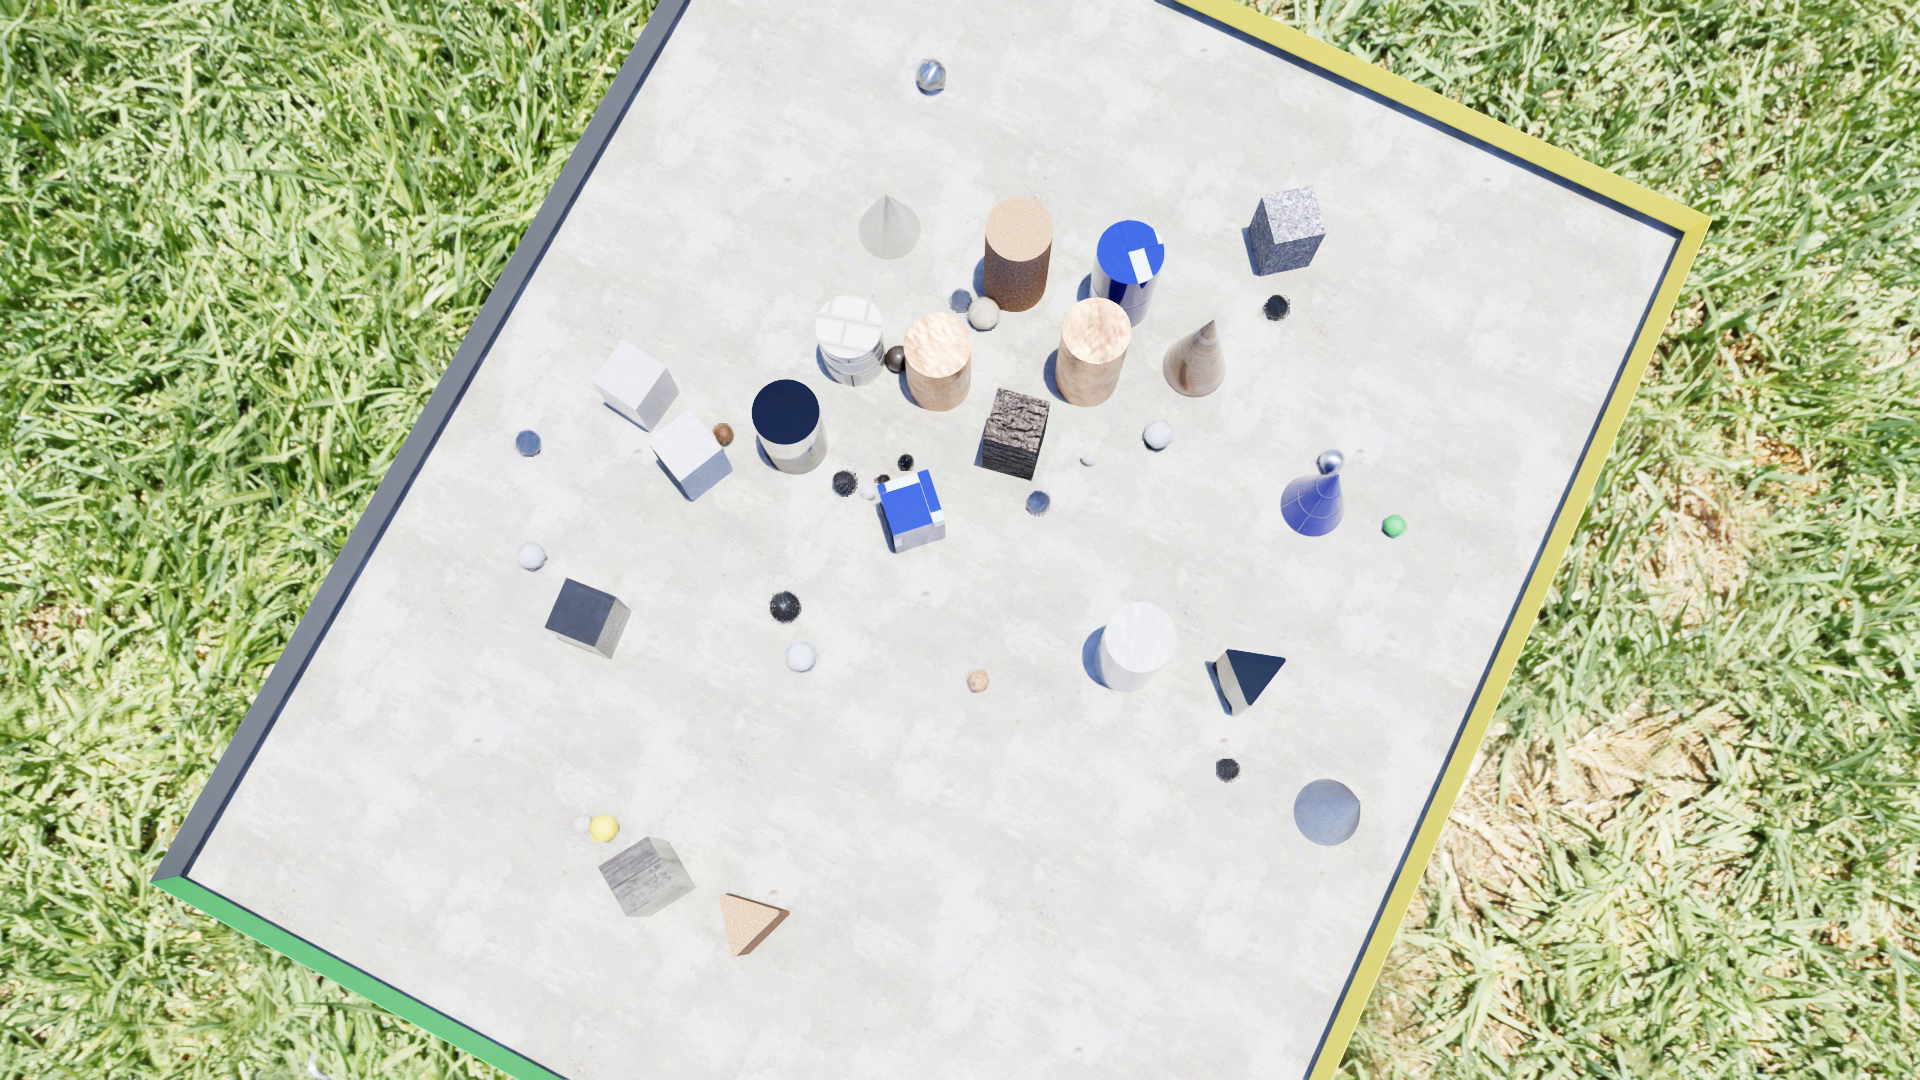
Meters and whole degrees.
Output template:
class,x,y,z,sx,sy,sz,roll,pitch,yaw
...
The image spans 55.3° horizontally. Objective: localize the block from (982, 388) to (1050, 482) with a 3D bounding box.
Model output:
class,x,y,z,sx,sy,sz,roll,pitch,yaw
block,0.166,-0.313,5.500,0.159,0.356,0.159,15,79,3

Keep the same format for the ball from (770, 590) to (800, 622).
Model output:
class,x,y,z,sx,sy,sz,roll,pitch,yaw
ball,-0.527,0.201,5.527,0.095,0.095,0.095,0,78,0

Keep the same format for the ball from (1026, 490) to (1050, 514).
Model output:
class,x,y,z,sx,sy,sz,roll,pitch,yaw
ball,0.240,-0.116,5.603,0.074,0.074,0.074,0,78,0

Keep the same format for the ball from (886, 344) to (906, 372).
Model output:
class,x,y,z,sx,sy,sz,roll,pitch,yaw
ball,-0.191,-0.565,5.692,0.082,0.082,0.082,0,78,0

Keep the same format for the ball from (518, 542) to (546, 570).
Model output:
class,x,y,z,sx,sy,sz,roll,pitch,yaw
ball,-1.302,0.049,5.564,0.083,0.083,0.083,0,78,0

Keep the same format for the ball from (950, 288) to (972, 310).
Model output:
class,x,y,z,sx,sy,sz,roll,pitch,yaw
ball,0.003,-0.753,5.738,0.068,0.068,0.068,0,78,0

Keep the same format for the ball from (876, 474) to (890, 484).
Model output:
class,x,y,z,sx,sy,sz,roll,pitch,yaw
ball,-0.236,-0.182,5.633,0.041,0.041,0.041,0,78,0

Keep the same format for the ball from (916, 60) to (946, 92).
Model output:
class,x,y,z,sx,sy,sz,roll,pitch,yaw
ball,-0.091,-1.488,5.874,0.098,0.098,0.098,0,78,0

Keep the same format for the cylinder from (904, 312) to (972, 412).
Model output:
class,x,y,z,sx,sy,sz,roll,pitch,yaw
cylinder,-0.066,-0.533,5.538,0.199,0.370,0.199,0,78,0

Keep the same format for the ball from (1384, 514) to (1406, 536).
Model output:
class,x,y,z,sx,sy,sz,roll,pitch,yaw
ball,1.327,-0.044,5.592,0.066,0.066,0.066,0,78,0

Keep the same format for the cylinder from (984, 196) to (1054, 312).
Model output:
class,x,y,z,sx,sy,sz,roll,pitch,yaw
cylinder,0.173,-0.859,5.561,0.199,0.458,0.199,0,78,0

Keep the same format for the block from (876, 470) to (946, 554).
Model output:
class,x,y,z,sx,sy,sz,roll,pitch,yaw
block,-0.144,-0.083,5.495,0.159,0.273,0.159,-18,79,-4

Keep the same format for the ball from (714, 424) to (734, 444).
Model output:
class,x,y,z,sx,sy,sz,roll,pitch,yaw
ball,-0.728,-0.326,5.653,0.061,0.061,0.061,0,78,0

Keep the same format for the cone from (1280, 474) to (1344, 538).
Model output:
class,x,y,z,sx,sy,sz,roll,pitch,yaw
cone,1.084,-0.147,5.439,0.199,0.407,0.199,0,78,0

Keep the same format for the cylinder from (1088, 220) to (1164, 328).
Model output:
class,x,y,z,sx,sy,sz,roll,pitch,yaw
cylinder,0.499,-0.798,5.563,0.199,0.429,0.199,0,78,0

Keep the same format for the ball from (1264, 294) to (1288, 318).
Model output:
class,x,y,z,sx,sy,sz,roll,pitch,yaw
ball,0.990,-0.729,5.730,0.074,0.074,0.074,0,78,0

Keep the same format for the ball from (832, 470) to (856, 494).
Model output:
class,x,y,z,sx,sy,sz,roll,pitch,yaw
ball,-0.357,-0.176,5.615,0.074,0.074,0.074,0,78,0

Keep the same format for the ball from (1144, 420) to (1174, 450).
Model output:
class,x,y,z,sx,sy,sz,roll,pitch,yaw
ball,0.611,-0.324,5.638,0.089,0.089,0.089,0,78,0

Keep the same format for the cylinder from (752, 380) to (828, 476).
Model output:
class,x,y,z,sx,sy,sz,roll,pitch,yaw
cylinder,-0.506,-0.335,5.499,0.199,0.367,0.199,0,78,0

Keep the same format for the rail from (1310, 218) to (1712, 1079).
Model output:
class,x,y,z,sx,sy,sz,roll,pitch,yaw
rail,1.444,0.714,5.402,0.045,0.129,3.908,26,80,5

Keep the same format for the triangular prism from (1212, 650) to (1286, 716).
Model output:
class,x,y,z,sx,sy,sz,roll,pitch,yaw
triangular prism,0.820,0.390,5.383,0.149,0.298,0.172,38,81,7

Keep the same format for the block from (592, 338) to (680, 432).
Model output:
class,x,y,z,sx,sy,sz,roll,pitch,yaw
block,-0.983,-0.466,5.576,0.159,0.268,0.159,33,80,6

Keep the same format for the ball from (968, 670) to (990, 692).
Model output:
class,x,y,z,sx,sy,sz,roll,pitch,yaw
ball,0.055,0.423,5.496,0.065,0.065,0.065,0,78,0

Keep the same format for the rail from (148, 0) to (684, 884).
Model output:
class,x,y,z,sx,sy,sz,roll,pitch,yaw
rail,-1.444,-0.700,5.695,0.045,0.129,3.908,26,80,5

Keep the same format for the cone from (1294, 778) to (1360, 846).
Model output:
class,x,y,z,sx,sy,sz,roll,pitch,yaw
cone,1.091,0.762,5.218,0.199,0.472,0.199,0,78,0

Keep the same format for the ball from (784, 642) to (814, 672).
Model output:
class,x,y,z,sx,sy,sz,roll,pitch,yaw
ball,-0.480,0.350,5.498,0.090,0.090,0.090,0,78,0

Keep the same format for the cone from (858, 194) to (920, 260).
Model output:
class,x,y,z,sx,sy,sz,roll,pitch,yaw
cone,-0.224,-1.014,5.673,0.199,0.300,0.199,0,78,0

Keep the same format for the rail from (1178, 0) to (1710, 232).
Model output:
class,x,y,z,sx,sy,sz,roll,pitch,yaw
rail,0.863,-1.684,5.898,3.276,0.129,0.045,26,80,5

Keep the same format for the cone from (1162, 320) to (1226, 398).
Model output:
class,x,y,z,sx,sy,sz,roll,pitch,yaw
cone,0.732,-0.588,5.498,0.199,0.471,0.199,0,78,0

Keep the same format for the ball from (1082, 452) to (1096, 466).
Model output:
class,x,y,z,sx,sy,sz,roll,pitch,yaw
ball,0.396,-0.251,5.646,0.044,0.044,0.044,0,78,0

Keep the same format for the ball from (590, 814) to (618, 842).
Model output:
class,x,y,z,sx,sy,sz,roll,pitch,yaw
ball,-1.049,0.847,5.398,0.081,0.081,0.081,0,78,0

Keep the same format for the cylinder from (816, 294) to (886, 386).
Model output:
class,x,y,z,sx,sy,sz,roll,pitch,yaw
cylinder,-0.330,-0.605,5.589,0.199,0.298,0.199,0,78,0

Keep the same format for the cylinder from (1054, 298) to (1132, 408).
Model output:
class,x,y,z,sx,sy,sz,roll,pitch,yaw
cylinder,0.394,-0.556,5.497,0.199,0.460,0.199,0,78,0

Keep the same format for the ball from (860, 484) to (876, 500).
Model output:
class,x,y,z,sx,sy,sz,roll,pitch,yaw
ball,-0.281,-0.149,5.621,0.051,0.051,0.051,0,78,0

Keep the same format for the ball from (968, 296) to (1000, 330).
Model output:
class,x,y,z,sx,sy,sz,roll,pitch,yaw
ball,0.075,-0.708,5.712,0.099,0.099,0.099,0,78,0

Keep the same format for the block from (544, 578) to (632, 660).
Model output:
class,x,y,z,sx,sy,sz,roll,pitch,yaw
block,-1.100,0.235,5.436,0.159,0.258,0.159,21,79,4

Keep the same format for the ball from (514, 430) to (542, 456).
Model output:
class,x,y,z,sx,sy,sz,roll,pitch,yaw
ball,-1.329,-0.301,5.638,0.079,0.079,0.079,0,78,0

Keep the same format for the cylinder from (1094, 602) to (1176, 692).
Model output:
class,x,y,z,sx,sy,sz,roll,pitch,yaw
cylinder,0.502,0.316,5.314,0.199,0.464,0.199,0,78,0

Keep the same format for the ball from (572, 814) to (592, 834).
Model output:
class,x,y,z,sx,sy,sz,roll,pitch,yaw
ball,-1.117,0.838,5.413,0.059,0.059,0.059,0,78,0

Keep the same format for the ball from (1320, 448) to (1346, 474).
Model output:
class,x,y,z,sx,sy,sz,roll,pitch,yaw
ball,1.144,-0.243,5.627,0.078,0.078,0.078,0,78,0

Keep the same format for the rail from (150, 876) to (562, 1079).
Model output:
class,x,y,z,sx,sy,sz,roll,pitch,yaw
rail,-0.863,1.698,5.198,3.276,0.129,0.045,26,80,5

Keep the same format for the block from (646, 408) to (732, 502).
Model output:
class,x,y,z,sx,sy,sz,roll,pitch,yaw
block,-0.811,-0.253,5.530,0.159,0.272,0.159,-39,81,-7

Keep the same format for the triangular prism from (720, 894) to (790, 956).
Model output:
class,x,y,z,sx,sy,sz,roll,pitch,yaw
triangular prism,-0.613,1.067,5.224,0.172,0.337,0.149,-43,81,-8

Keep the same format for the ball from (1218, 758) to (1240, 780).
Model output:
class,x,y,z,sx,sy,sz,roll,pitch,yaw
ball,0.797,0.680,5.442,0.066,0.066,0.066,0,78,0

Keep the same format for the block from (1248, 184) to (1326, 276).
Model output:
class,x,y,z,sx,sy,sz,roll,pitch,yaw
block,1.008,-0.953,5.668,0.159,0.286,0.159,-12,79,-2

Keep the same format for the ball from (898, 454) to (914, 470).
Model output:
class,x,y,z,sx,sy,sz,roll,pitch,yaw
ball,-0.165,-0.242,5.641,0.050,0.050,0.050,0,78,0

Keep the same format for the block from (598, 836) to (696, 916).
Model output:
class,x,y,z,sx,sy,sz,roll,pitch,yaw
block,-0.887,0.962,5.222,0.159,0.382,0.159,-31,80,-6
